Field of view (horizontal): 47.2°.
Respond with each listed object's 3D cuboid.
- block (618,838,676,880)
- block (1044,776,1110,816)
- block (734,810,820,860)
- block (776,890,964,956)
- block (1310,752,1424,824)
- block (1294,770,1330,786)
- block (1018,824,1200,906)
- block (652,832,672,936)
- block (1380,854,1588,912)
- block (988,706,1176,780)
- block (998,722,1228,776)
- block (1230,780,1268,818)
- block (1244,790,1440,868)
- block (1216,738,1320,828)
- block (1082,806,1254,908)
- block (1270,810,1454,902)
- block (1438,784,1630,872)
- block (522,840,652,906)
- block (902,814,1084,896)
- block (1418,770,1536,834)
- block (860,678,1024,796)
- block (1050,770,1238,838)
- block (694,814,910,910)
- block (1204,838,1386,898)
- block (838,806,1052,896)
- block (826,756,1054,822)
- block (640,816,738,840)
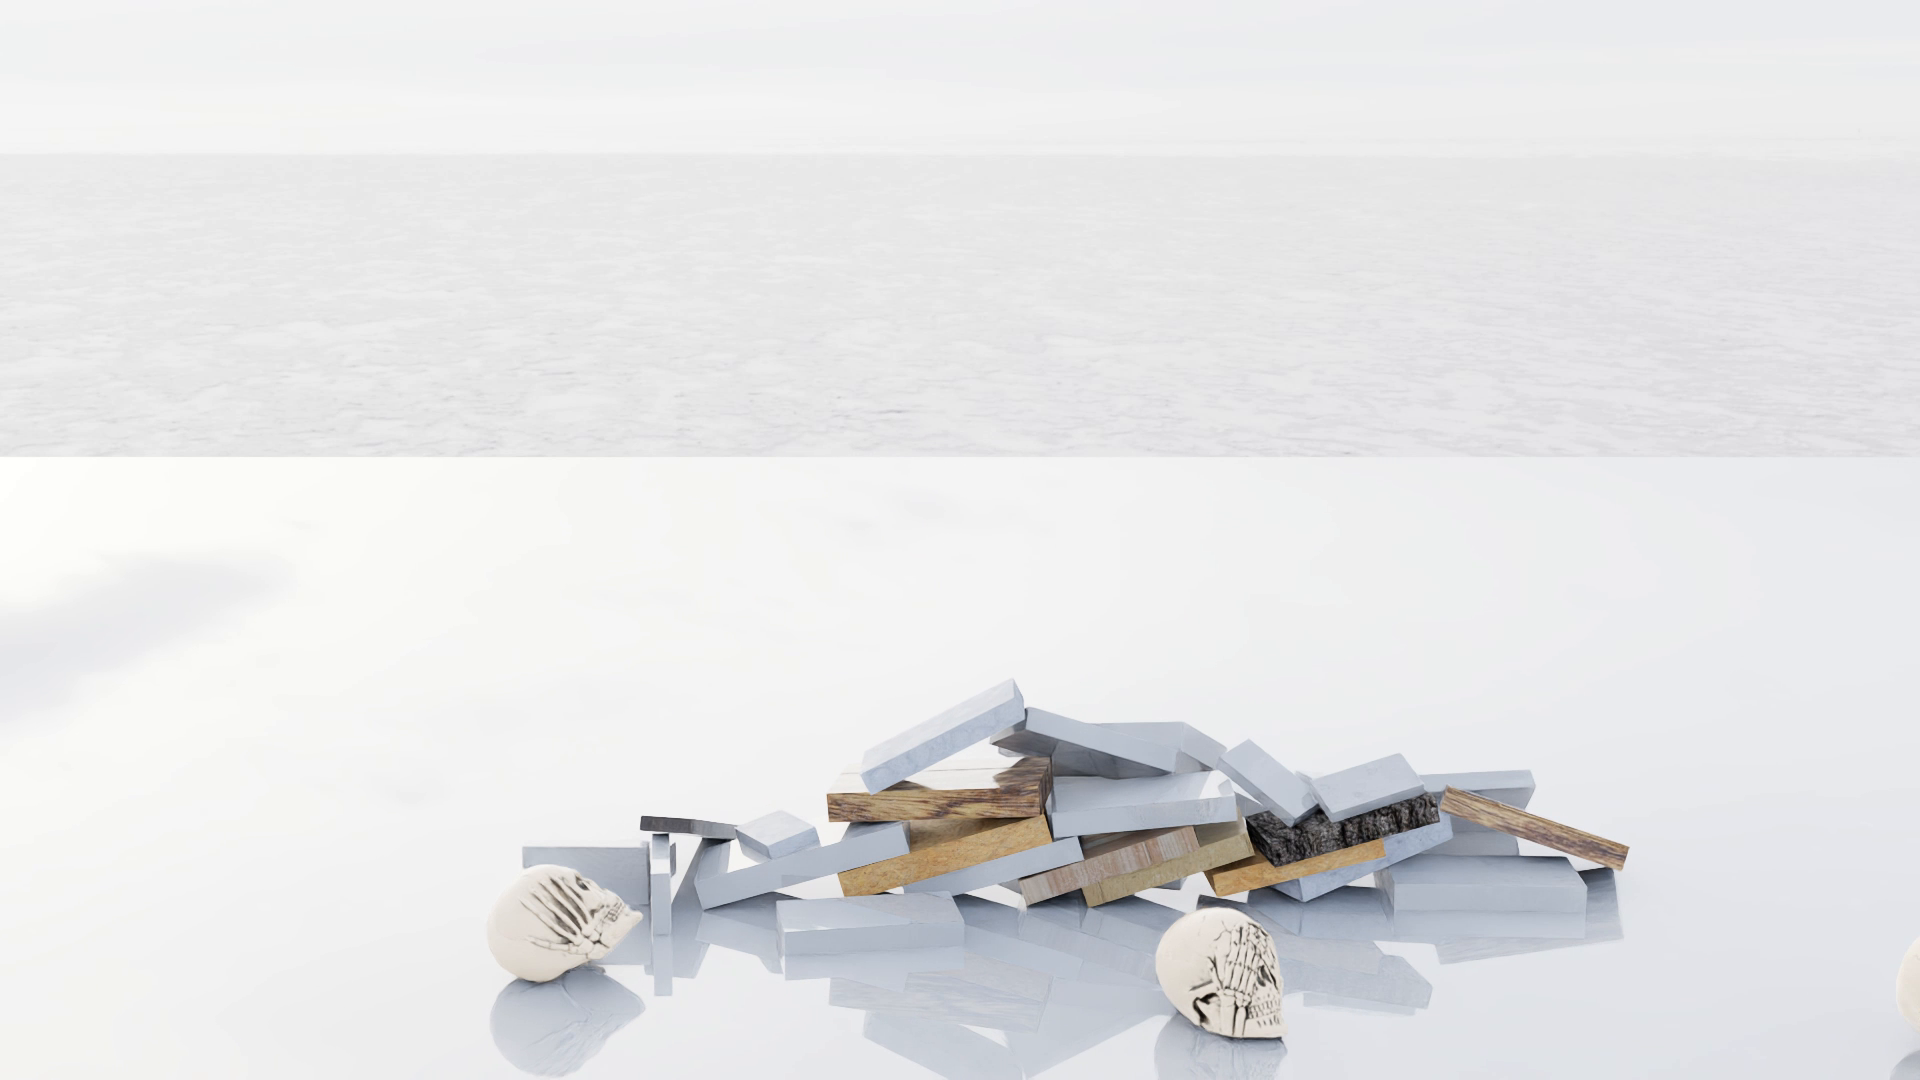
[{"bbox_3d":[-0.571,0.557,3.765,0.102,0.029,0.204,3,11,13],"label":"block"},{"bbox_3d":[0.125,0.473,3.986,0.359,0.051,0.180,-3,10,38],"label":"block"},{"bbox_3d":[-0.306,0.491,3.670,0.087,0.025,0.175,-20,11,-22],"label":"block"},{"bbox_3d":[-0.144,0.605,3.478,0.281,0.040,0.140,-2,11,-10],"label":"block"},{"bbox_3d":[0.669,0.407,3.619,0.166,0.023,0.083,-16,38,-12],"label":"block"},{"bbox_3d":[0.762,0.470,4.058,0.269,0.038,0.135,8,6,-29],"label":"block"},{"bbox_3d":[0.244,0.516,3.649,0.298,0.042,0.149,-19,10,4],"label":"block"},{"bbox_3d":[-0.485,0.557,3.569,0.029,0.102,0.204,-1,11,-7],"label":"block"},{"bbox_3d":[0.868,0.570,3.659,0.310,0.044,0.155,1,11,3],"label":"block"},{"bbox_3d":[0.206,0.348,3.700,0.281,0.040,0.140,18,-22,-20],"label":"block"},{"bbox_3d":[0.268,0.371,3.877,0.359,0.051,0.180,-4,-21,31],"label":"block"},{"bbox_3d":[0.539,0.470,4.035,0.269,0.038,0.135,24,18,40],"label":"block"},{"bbox_3d":[0.630,0.462,3.637,0.285,0.040,0.143,-14,13,-7],"label":"block"},{"bbox_3d":[0.514,0.403,3.650,0.166,0.023,0.083,39,42,26],"label":"block"},{"bbox_3d":[0.341,0.526,3.656,0.285,0.040,0.143,-19,10,5],"label":"block"},{"bbox_3d":[0.662,0.519,3.730,0.310,0.044,0.155,-18,14,-22],"label":"block"},{"bbox_3d":[0.979,0.490,3.766,0.310,0.044,0.155,18,-1,12],"label":"block"},{"bbox_3d":[-0.614,0.547,3.617,0.204,0.102,0.029,0,13,1],"label":"block"},{"bbox_3d":[0.055,0.528,3.659,0.298,0.042,0.149,-16,10,4],"label":"block"},{"bbox_3d":[0.882,0.473,3.943,0.269,0.135,0.038,-2,48,-9],"label":"block"},{"bbox_3d":[-0.028,0.322,3.623,0.281,0.040,0.140,-27,9,5],"label":"block"},{"bbox_3d":[0.301,0.435,3.639,0.298,0.042,0.149,-6,10,2],"label":"block"},{"bbox_3d":[-0.259,0.518,3.663,0.351,0.050,0.176,-16,10,2],"label":"block"},{"bbox_3d":[0.548,0.517,3.662,0.285,0.040,0.143,-13,13,-3],"label":"block"},{"bbox_3d":[-0.026,0.503,3.664,0.351,0.050,0.176,-16,10,2],"label":"block"},{"bbox_3d":[-0.031,0.415,3.662,0.351,0.050,0.175,-3,10,10],"label":"block"},{"bbox_3d":[-0.453,0.497,3.788,0.087,0.025,0.342,2,-9,11],"label":"block"}]
